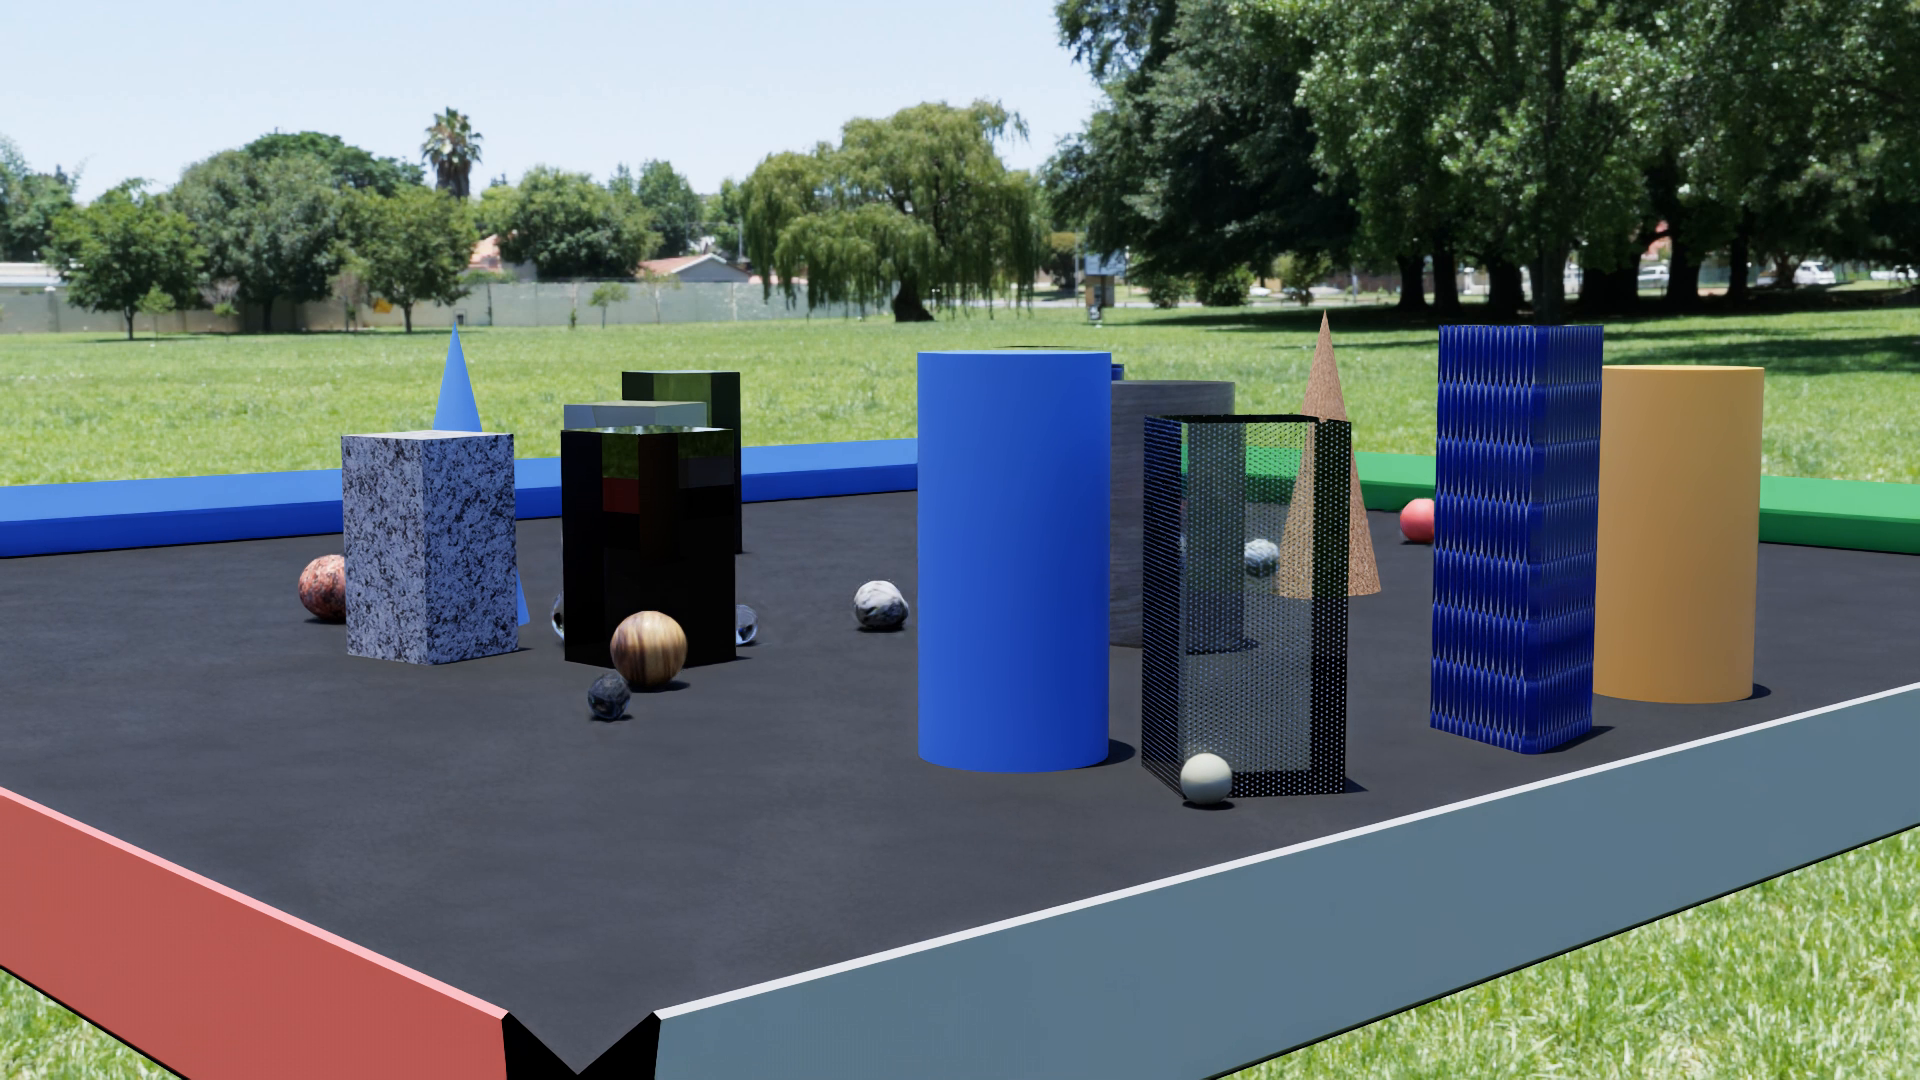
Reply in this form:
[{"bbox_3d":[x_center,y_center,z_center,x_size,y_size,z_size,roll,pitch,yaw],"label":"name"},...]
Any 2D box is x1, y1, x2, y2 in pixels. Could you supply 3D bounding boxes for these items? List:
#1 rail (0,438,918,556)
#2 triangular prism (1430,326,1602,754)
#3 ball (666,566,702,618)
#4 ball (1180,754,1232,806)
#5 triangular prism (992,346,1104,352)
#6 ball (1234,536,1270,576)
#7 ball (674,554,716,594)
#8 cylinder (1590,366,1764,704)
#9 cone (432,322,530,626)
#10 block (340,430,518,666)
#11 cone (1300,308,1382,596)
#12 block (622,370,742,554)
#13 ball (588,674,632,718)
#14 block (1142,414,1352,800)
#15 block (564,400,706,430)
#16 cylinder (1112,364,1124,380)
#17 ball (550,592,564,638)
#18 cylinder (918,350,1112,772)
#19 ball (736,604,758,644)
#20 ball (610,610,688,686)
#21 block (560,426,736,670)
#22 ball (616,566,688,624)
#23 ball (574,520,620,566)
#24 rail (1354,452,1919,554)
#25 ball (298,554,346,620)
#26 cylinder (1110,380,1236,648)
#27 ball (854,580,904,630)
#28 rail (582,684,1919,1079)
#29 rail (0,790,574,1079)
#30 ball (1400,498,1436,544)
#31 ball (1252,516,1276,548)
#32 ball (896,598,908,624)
[{"bbox_3d":[-1.087,-0.091,4.504,3.479,0.124,0.045,-6,8,-42],"label":"rail"},{"bbox_3d":[0.561,-0.009,2.287,0.144,0.427,0.166,4,7,36],"label":"triangular prism"},{"bbox_3d":[-0.409,0.076,3.147,0.078,0.078,0.078,0,6,0],"label":"ball"},{"bbox_3d":[0.221,0.215,1.976,0.047,0.047,0.047,0,6,0],"label":"ball"},{"bbox_3d":[0.109,-0.090,3.245,0.166,0.389,0.144,-2,6,-14],"label":"triangular prism"},{"bbox_3d":[0.459,0.024,3.480,0.063,0.063,0.063,0,6,0],"label":"ball"},{"bbox_3d":[-0.412,0.053,3.428,0.065,0.065,0.065,0,6,0],"label":"ball"},{"bbox_3d":[0.829,-0.012,2.562,0.191,0.376,0.191,0,6,0],"label":"cylinder"},{"bbox_3d":[-0.710,-0.096,3.110,0.191,0.428,0.191,0,6,0],"label":"cone"},{"bbox_3d":[-0.684,0.005,2.843,0.153,0.283,0.153,4,7,35],"label":"block"},{"bbox_3d":[0.575,-0.144,3.485,0.191,0.445,0.191,0,6,0],"label":"cone"},{"bbox_3d":[-0.505,-0.140,3.997,0.153,0.331,0.153,-5,8,-41],"label":"block"},{"bbox_3d":[-0.382,0.171,2.396,0.047,0.047,0.047,0,6,0],"label":"ball"},{"bbox_3d":[0.266,0.057,2.069,0.153,0.342,0.153,-1,6,-10],"label":"block"},{"bbox_3d":[-0.479,-0.051,3.269,0.153,0.305,0.153,2,6,22],"label":"block"},{"bbox_3d":[0.229,-0.181,4.360,0.191,0.335,0.191,0,6,0],"label":"cylinder"},{"bbox_3d":[-0.503,0.099,2.920,0.079,0.079,0.079,0,6,0],"label":"ball"},{"bbox_3d":[0.054,0.014,2.189,0.191,0.401,0.191,0,6,0],"label":"cylinder"},{"bbox_3d":[-0.295,0.112,2.924,0.053,0.053,0.053,0,6,0],"label":"ball"},{"bbox_3d":[-0.367,0.128,2.596,0.090,0.090,0.090,0,6,0],"label":"ball"},{"bbox_3d":[-0.393,0.007,2.778,0.153,0.293,0.153,6,8,42],"label":"block"},{"bbox_3d":[-0.411,0.083,2.942,0.096,0.096,0.096,0,6,0],"label":"ball"},{"bbox_3d":[-0.630,0.006,3.809,0.079,0.079,0.079,0,6,0],"label":"ball"},{"bbox_3d":[1.261,-0.089,4.489,0.045,0.124,3.253,-6,8,-42],"label":"rail"},{"bbox_3d":[-0.897,0.068,3.146,0.094,0.094,0.094,0,6,0],"label":"ball"},{"bbox_3d":[0.272,-0.039,2.957,0.191,0.346,0.191,0,6,0],"label":"cylinder"},{"bbox_3d":[-0.113,0.090,3.057,0.069,0.069,0.069,0,6,0],"label":"ball"},{"bbox_3d":[1.087,0.156,2.161,3.479,0.124,0.045,-6,8,-42],"label":"rail"},{"bbox_3d":[-1.261,0.154,2.175,0.045,0.124,3.253,-6,8,-42],"label":"rail"},{"bbox_3d":[0.879,-0.036,4.174,0.087,0.087,0.087,0,6,0],"label":"ball"},{"bbox_3d":[0.571,-0.013,4.077,0.061,0.061,0.061,0,6,0],"label":"ball"},{"bbox_3d":[-0.093,0.098,3.110,0.042,0.042,0.042,0,6,0],"label":"ball"}]
